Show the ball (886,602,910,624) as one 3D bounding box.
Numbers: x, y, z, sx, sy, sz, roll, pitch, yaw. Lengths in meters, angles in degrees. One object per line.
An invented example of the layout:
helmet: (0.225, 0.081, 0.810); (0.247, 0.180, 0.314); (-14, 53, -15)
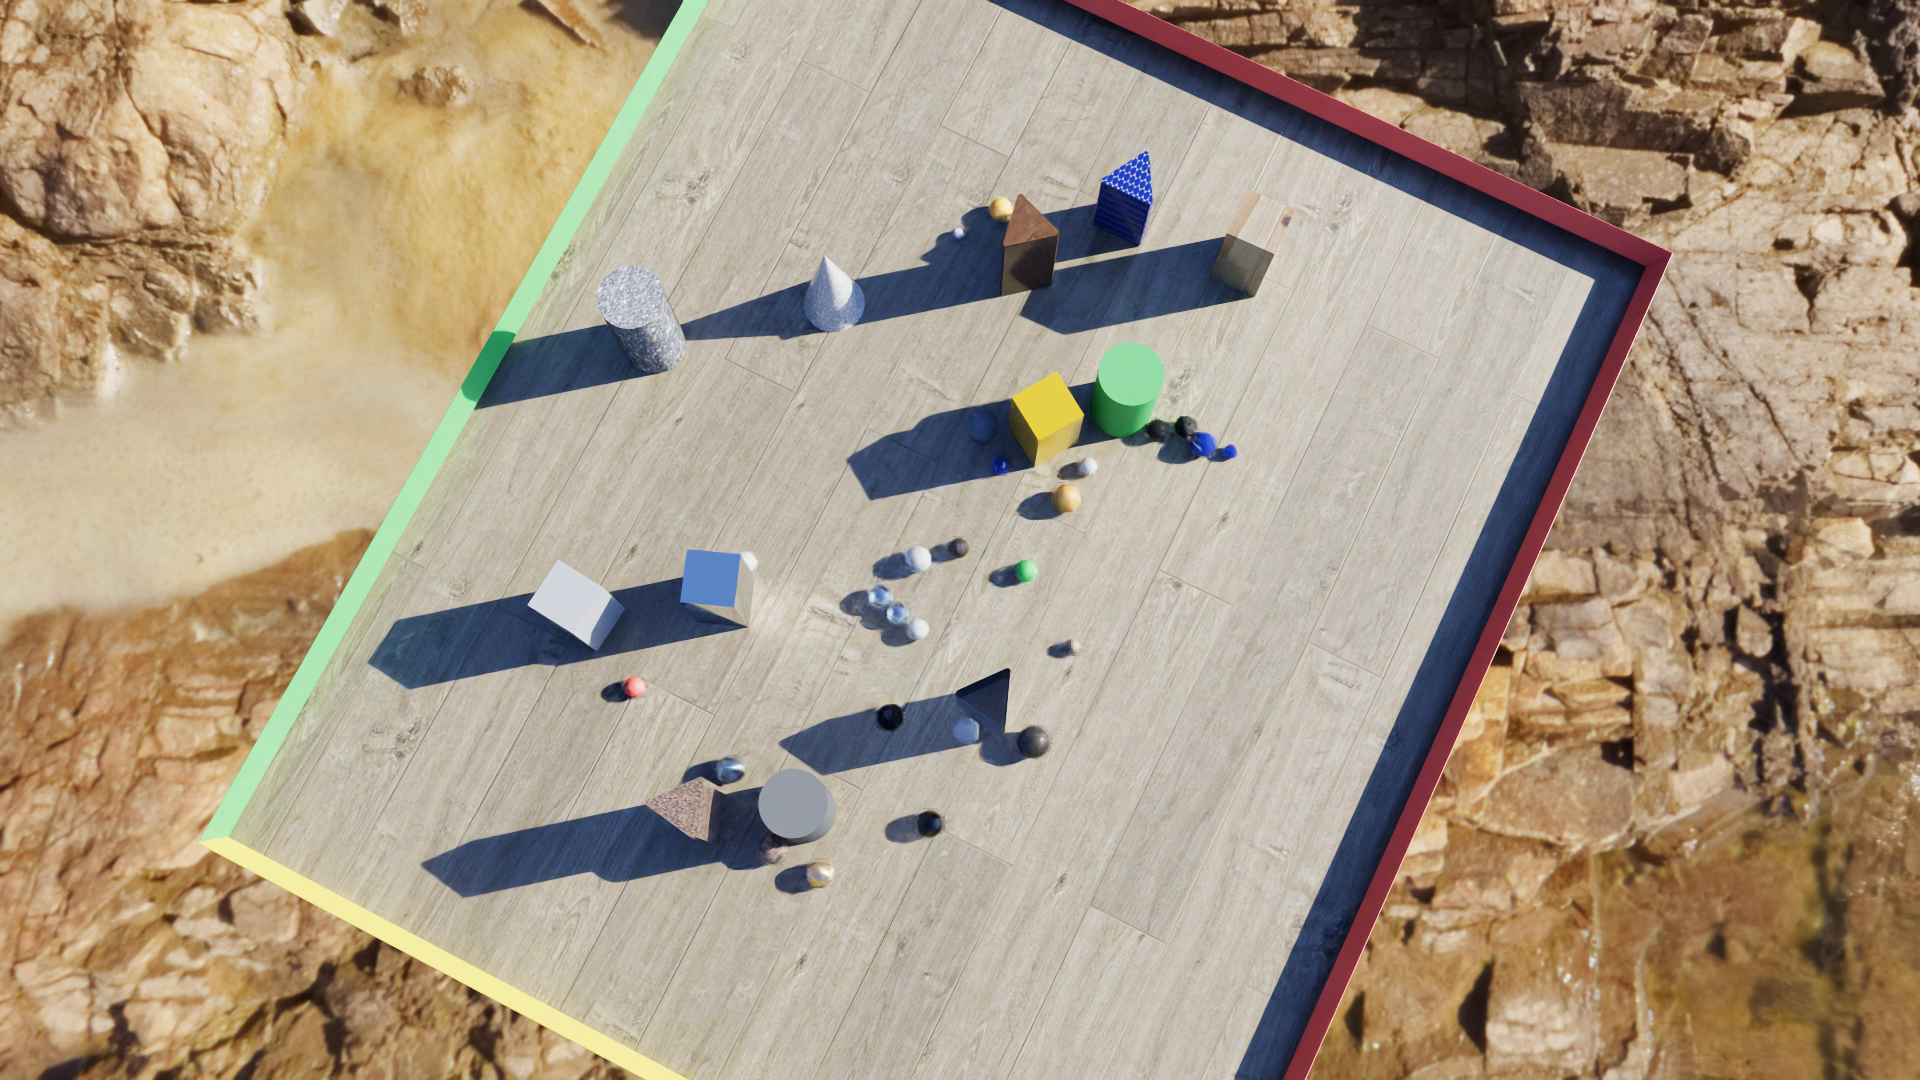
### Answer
ball: (-0.187, 0.221, 5.535); (0.069, 0.069, 0.069); (0, 78, 0)

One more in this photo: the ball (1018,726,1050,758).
ball: (0.220, 0.600, 5.443); (0.097, 0.097, 0.097); (0, 78, 0)

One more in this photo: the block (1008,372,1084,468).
block: (0.257, -0.360, 5.527); (0.155, 0.322, 0.155); (-30, 80, -6)

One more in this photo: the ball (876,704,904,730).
ball: (-0.209, 0.528, 5.467); (0.079, 0.079, 0.079); (0, 78, 0)

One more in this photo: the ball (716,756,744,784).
ball: (-0.682, 0.680, 5.433); (0.085, 0.085, 0.085); (0, 78, 0)

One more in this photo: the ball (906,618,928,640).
ball: (-0.128, 0.270, 5.526); (0.067, 0.067, 0.067); (0, 78, 0)

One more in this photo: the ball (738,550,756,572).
ball: (-0.654, 0.069, 5.565); (0.072, 0.072, 0.072); (0, 78, 0)

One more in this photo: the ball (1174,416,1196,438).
ball: (0.697, -0.350, 5.655); (0.068, 0.068, 0.068); (0, 78, 0)

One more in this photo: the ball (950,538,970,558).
ball: (-0.003, 0.024, 5.580); (0.061, 0.061, 0.061); (0, 78, 0)

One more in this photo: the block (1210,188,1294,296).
block: (0.891, -0.904, 5.608); (0.155, 0.383, 0.155); (25, 79, 5)

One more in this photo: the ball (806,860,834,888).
ball: (-0.411, 0.979, 5.372); (0.081, 0.081, 0.081); (0, 78, 0)

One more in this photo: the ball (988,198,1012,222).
ball: (0.129, -1.045, 5.795); (0.074, 0.074, 0.074); (0, 78, 0)

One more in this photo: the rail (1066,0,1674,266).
rail: (0.792, -1.544, 5.871); (3.144, 0.126, 0.045); (26, 80, 5)

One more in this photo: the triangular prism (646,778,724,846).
triangular prism: (-0.746, 0.752, 5.222); (0.168, 0.468, 0.145); (35, 80, 7)

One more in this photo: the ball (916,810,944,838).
ball: (-0.090, 0.837, 5.402); (0.080, 0.080, 0.080); (0, 78, 0)

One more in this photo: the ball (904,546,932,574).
ball: (-0.127, 0.059, 5.562); (0.083, 0.083, 0.083); (0, 78, 0)

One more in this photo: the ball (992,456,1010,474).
ball: (0.125, -0.230, 5.634); (0.058, 0.058, 0.058); (0, 78, 0)

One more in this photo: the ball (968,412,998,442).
ball: (0.070, -0.350, 5.641); (0.094, 0.094, 0.094); (0, 78, 0)

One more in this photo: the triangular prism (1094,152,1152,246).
triangular prism: (0.530, -1.067, 5.659); (0.168, 0.349, 0.145); (26, 80, 5)

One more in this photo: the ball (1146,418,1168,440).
ball: (0.608, -0.341, 5.654); (0.065, 0.065, 0.065); (0, 78, 0)

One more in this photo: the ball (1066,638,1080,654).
ball: (0.340, 0.322, 5.526); (0.047, 0.047, 0.047); (0, 78, 0)

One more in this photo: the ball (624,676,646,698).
ball: (-0.976, 0.441, 5.493); (0.063, 0.063, 0.063); (0, 78, 0)

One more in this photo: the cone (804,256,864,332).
cone: (-0.397, -0.790, 5.564); (0.194, 0.422, 0.194); (0, 78, 0)

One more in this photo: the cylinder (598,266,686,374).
cylinder: (-0.955, -0.659, 5.525); (0.194, 0.446, 0.194); (0, 78, 0)

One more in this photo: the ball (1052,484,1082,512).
ball: (0.327, -0.127, 5.598); (0.088, 0.088, 0.088); (0, 78, 0)

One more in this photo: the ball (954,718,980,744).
ball: (0.020, 0.568, 5.458); (0.080, 0.080, 0.080); (0, 78, 0)

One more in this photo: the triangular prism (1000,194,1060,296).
triangular prism: (0.192, -0.902, 5.579); (0.168, 0.440, 0.145); (-13, 79, -3)

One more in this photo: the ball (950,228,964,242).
ball: (-0.007, -0.966, 5.794); (0.044, 0.044, 0.044); (0, 78, 0)

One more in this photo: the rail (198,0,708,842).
rail: (-1.385, -0.671, 5.690); (0.045, 0.126, 3.589); (26, 80, 5)

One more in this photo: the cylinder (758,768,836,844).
cylinder: (-0.465, 0.770, 5.279); (0.194, 0.349, 0.194); (0, 78, 0)

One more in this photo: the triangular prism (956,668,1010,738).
triangular prism: (0.098, 0.456, 5.350); (0.168, 0.338, 0.145); (35, 80, 7)

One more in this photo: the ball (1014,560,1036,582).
ball: (0.199, 0.093, 5.563); (0.067, 0.067, 0.067); (0, 78, 0)

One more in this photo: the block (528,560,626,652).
block: (-1.124, 0.196, 5.394); (0.155, 0.357, 0.155); (31, 80, 6)

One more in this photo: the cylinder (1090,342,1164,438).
cylinder: (0.501, -0.450, 5.527); (0.194, 0.357, 0.194); (0, 78, 0)

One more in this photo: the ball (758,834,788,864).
ball: (-0.551, 0.908, 5.383); (0.090, 0.090, 0.090); (0, 78, 0)

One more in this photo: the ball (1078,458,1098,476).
ball: (0.393, -0.225, 5.634); (0.057, 0.057, 0.057); (0, 78, 0)

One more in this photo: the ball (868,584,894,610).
ball: (-0.240, 0.172, 5.542); (0.076, 0.076, 0.076); (0, 78, 0)

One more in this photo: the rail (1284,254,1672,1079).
rail: (1.385, 0.685, 5.410); (0.045, 0.126, 3.589); (26, 80, 5)

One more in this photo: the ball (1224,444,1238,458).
ball: (0.834, -0.273, 5.651); (0.044, 0.044, 0.044); (0, 78, 0)

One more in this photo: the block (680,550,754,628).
block: (-0.711, 0.145, 5.400); (0.155, 0.365, 0.155); (6, 78, 1)

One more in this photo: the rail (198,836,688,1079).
rail: (-0.792, 1.557, 5.229); (3.144, 0.126, 0.045); (26, 80, 5)

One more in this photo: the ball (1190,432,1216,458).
ball: (0.746, -0.295, 5.637); (0.080, 0.080, 0.080); (0, 78, 0)
